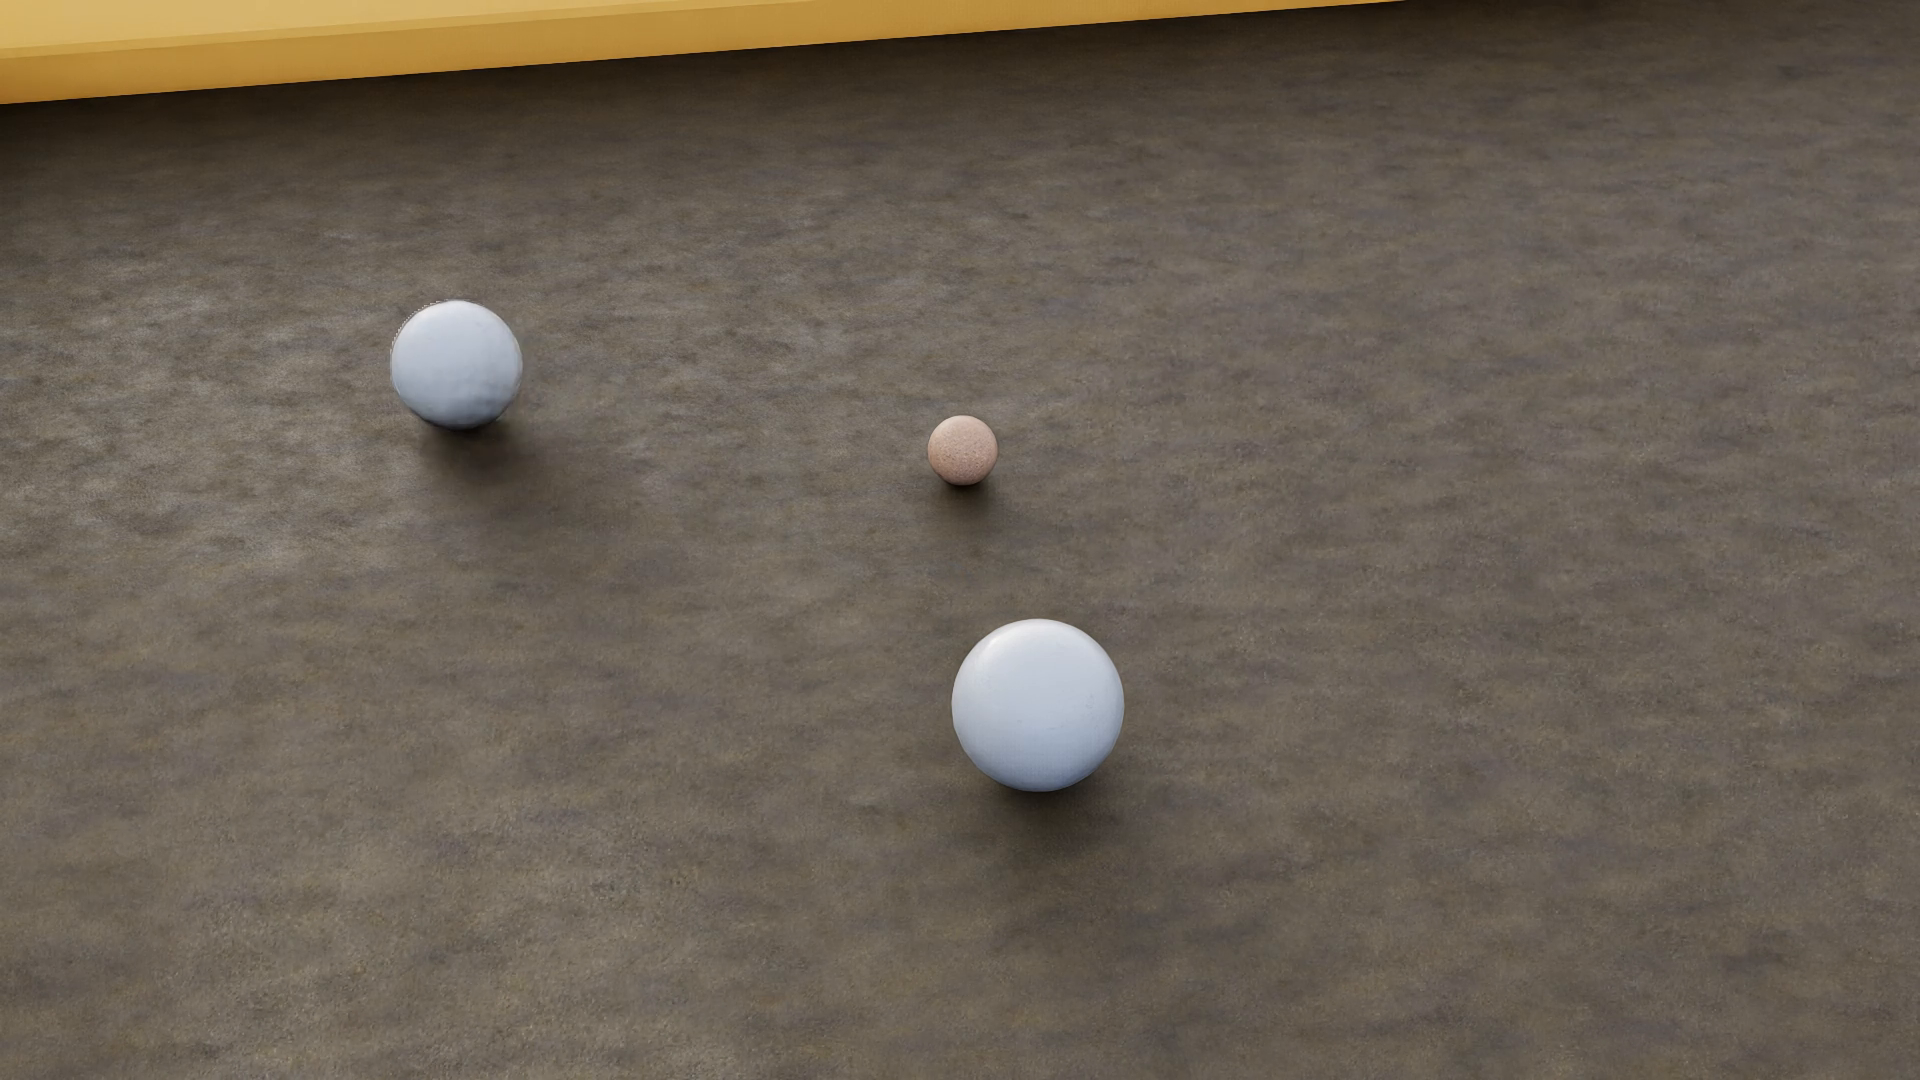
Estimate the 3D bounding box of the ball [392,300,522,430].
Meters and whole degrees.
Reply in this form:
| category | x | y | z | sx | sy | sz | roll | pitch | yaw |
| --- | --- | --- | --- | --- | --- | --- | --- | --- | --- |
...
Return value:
| category | x | y | z | sx | sy | sz | roll | pitch | yaw |
| --- | --- | --- | --- | --- | --- | --- | --- | --- | --- |
| ball | -0.346 | -0.120 | 1.768 | 0.089 | 0.089 | 0.089 | 0 | 36 | 0 |

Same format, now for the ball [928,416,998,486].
| category | x | y | z | sx | sy | sz | roll | pitch | yaw |
| --- | --- | --- | --- | --- | --- | --- | --- | --- | --- |
| ball | 0.002 | -0.060 | 1.720 | 0.047 | 0.047 | 0.047 | 0 | 36 | 0 |

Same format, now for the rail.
| category | x | y | z | sx | sy | sz | roll | pitch | yaw |
| --- | --- | --- | --- | --- | --- | --- | --- | --- | --- |
| rail | 0.595 | -0.557 | 2.335 | 2.965 | 0.129 | 0.045 | -6 | 36 | -8 |

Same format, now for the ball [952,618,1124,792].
| category | x | y | z | sx | sy | sz | roll | pitch | yaw |
| --- | --- | --- | --- | --- | --- | --- | --- | --- | --- |
| ball | 0.044 | 0.094 | 1.463 | 0.099 | 0.099 | 0.099 | 0 | 36 | 0 |
